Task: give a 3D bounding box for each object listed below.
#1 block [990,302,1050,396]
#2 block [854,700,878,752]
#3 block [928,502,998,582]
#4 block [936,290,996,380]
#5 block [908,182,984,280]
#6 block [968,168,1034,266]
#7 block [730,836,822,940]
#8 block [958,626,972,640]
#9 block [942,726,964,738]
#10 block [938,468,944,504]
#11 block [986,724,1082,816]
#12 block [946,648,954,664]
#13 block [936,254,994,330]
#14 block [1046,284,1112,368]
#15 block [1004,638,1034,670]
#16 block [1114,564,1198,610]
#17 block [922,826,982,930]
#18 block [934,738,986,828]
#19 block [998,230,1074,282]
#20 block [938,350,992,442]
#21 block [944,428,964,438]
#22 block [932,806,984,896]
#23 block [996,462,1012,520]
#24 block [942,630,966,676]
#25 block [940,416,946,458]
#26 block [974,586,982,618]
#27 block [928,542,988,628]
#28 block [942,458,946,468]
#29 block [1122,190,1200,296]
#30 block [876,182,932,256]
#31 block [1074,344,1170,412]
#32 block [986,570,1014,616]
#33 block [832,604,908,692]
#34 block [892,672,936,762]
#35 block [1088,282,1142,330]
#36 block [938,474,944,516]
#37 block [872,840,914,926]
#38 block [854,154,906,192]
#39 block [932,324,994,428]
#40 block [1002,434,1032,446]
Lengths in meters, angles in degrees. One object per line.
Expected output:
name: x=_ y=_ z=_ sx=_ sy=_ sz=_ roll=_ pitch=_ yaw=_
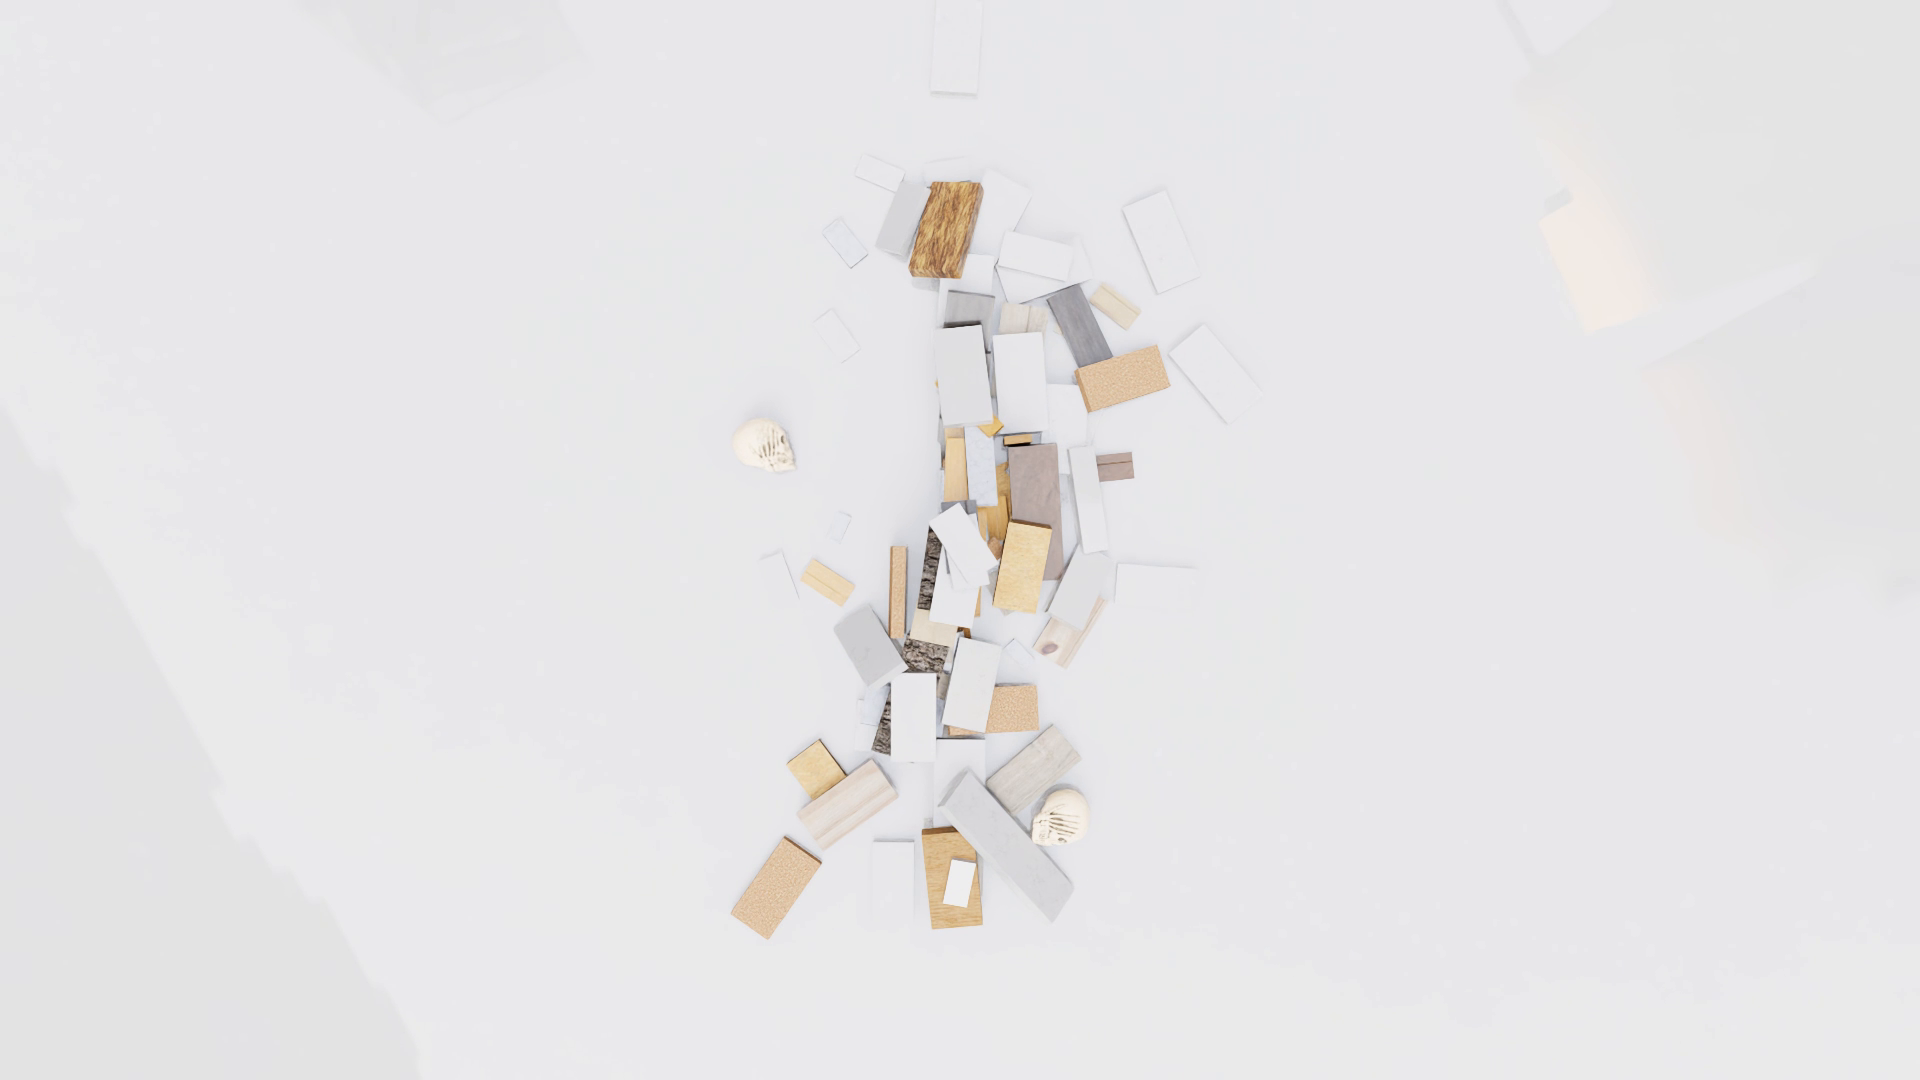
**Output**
block: x=0.196 y=-0.622 z=5.457 sx=0.155 sy=0.044 sz=0.310 roll=8 pitch=98 yaw=0
block: x=-0.304 y=0.618 z=5.488 sx=0.084 sy=0.024 sz=0.167 roll=5 pitch=90 yaw=0
block: x=0.010 y=0.009 z=5.120 sx=0.113 sy=0.032 sz=0.225 roll=-33 pitch=89 yaw=-5
block: x=0.018 y=-0.655 z=5.410 sx=0.155 sy=0.044 sz=0.310 roll=7 pitch=109 yaw=-1
block: x=-0.044 y=-1.014 z=5.389 sx=0.170 sy=0.048 sz=0.340 roll=6 pitch=68 yaw=20
block: x=0.088 y=-1.039 z=5.476 sx=0.170 sy=0.048 sz=0.340 roll=28 pitch=90 yaw=0
block: x=-0.610 y=1.156 z=5.478 sx=0.153 sy=0.043 sz=0.307 roll=35 pitch=90 yaw=0
block: x=-0.022 y=0.262 z=5.447 sx=0.099 sy=0.028 sz=0.198 roll=-7 pitch=112 yaw=3
block: x=-0.062 y=0.622 z=5.483 sx=0.157 sy=0.022 sz=0.079 roll=1 pitch=82 yaw=0
block: x=0.004 y=-0.091 z=5.437 sx=0.147 sy=0.042 sz=0.293 roll=1 pitch=106 yaw=0
block: x=0.244 y=0.765 z=5.479 sx=0.297 sy=0.042 sz=0.148 roll=-40 pitch=90 yaw=0
block: x=-0.069 y=0.303 z=5.408 sx=0.099 sy=0.028 sz=0.198 roll=3 pitch=102 yaw=2
block: x=0.014 y=-0.773 z=5.443 sx=0.170 sy=0.048 sz=0.340 roll=5 pitch=101 yaw=0
block: x=0.397 y=-0.703 z=5.467 sx=0.116 sy=0.033 sz=0.267 roll=-26 pitch=95 yaw=-5
block: x=0.198 y=0.381 z=5.493 sx=0.050 sy=0.014 sz=0.101 roll=-43 pitch=90 yaw=0
block: x=0.650 y=0.154 z=5.481 sx=0.265 sy=0.037 sz=0.132 roll=4 pitch=90 yaw=0
block: x=-0.025 y=1.106 z=5.409 sx=0.169 sy=0.048 sz=0.338 roll=-5 pitch=105 yaw=1
block: x=-0.002 y=0.824 z=5.428 sx=0.169 sy=0.048 sz=0.338 roll=0 pitch=90 yaw=0
block: x=0.250 y=-0.935 z=5.438 sx=0.232 sy=0.033 sz=0.116 roll=13 pitch=90 yaw=-2
block: x=0.013 y=-0.471 z=5.428 sx=0.155 sy=0.044 sz=0.310 roll=4 pitch=109 yaw=0
block: x=0.006 y=-0.347 z=5.386 sx=0.109 sy=0.031 sz=0.219 roll=-3 pitch=96 yaw=2
block: x=-0.007 y=1.007 z=5.476 sx=0.169 sy=0.048 sz=0.338 roll=1 pitch=90 yaw=0
block: x=0.163 y=-0.165 z=5.487 sx=0.090 sy=0.026 sz=0.181 roll=-25 pitch=90 yaw=0
block: x=-0.015 y=0.401 z=5.459 sx=0.099 sy=0.028 sz=0.198 roll=-12 pitch=104 yaw=5
block: x=-0.009 y=-0.302 z=5.448 sx=0.109 sy=0.031 sz=0.219 roll=-2 pitch=109 yaw=2
block: x=-0.002 y=0.106 z=5.444 sx=0.147 sy=0.042 sz=0.293 roll=2 pitch=104 yaw=-1
block: x=-0.007 y=0.131 z=5.210 sx=0.138 sy=0.039 sz=0.276 roll=10 pitch=86 yaw=-3
block: x=-0.002 y=-0.160 z=5.456 sx=0.109 sy=0.031 sz=0.219 roll=0 pitch=106 yaw=0
block: x=0.668 y=-0.987 z=5.478 sx=0.153 sy=0.043 sz=0.307 roll=-23 pitch=90 yaw=0
block: x=-0.189 y=-1.062 z=5.451 sx=0.116 sy=0.033 sz=0.232 roll=22 pitch=90 yaw=39
block: x=0.536 y=-0.533 z=5.442 sx=0.292 sy=0.041 sz=0.146 roll=-18 pitch=90 yaw=-15
block: x=0.141 y=0.174 z=5.490 sx=0.074 sy=0.021 sz=0.148 roll=-31 pitch=90 yaw=0
block: x=-0.294 y=0.353 z=5.390 sx=0.144 sy=0.041 sz=0.288 roll=-35 pitch=49 yaw=0
block: x=-0.150 y=0.573 z=5.359 sx=0.145 sy=0.041 sz=0.290 roll=0 pitch=95 yaw=0
block: x=0.516 y=-0.777 z=5.489 sx=0.161 sy=0.023 sz=0.081 roll=38 pitch=90 yaw=0
block: x=-0.001 y=-0.061 z=5.367 sx=0.147 sy=0.042 sz=0.293 roll=7 pitch=92 yaw=-1
block: x=-0.221 y=1.138 z=5.481 sx=0.136 sy=0.039 sz=0.273 roll=0 pitch=90 yaw=0
block: x=-0.266 y=-1.219 z=5.489 sx=0.152 sy=0.022 sz=0.076 roll=23 pitch=90 yaw=0
block: x=0.007 y=-0.526 z=5.313 sx=0.161 sy=0.046 sz=0.321 roll=-6 pitch=77 yaw=-2
block: x=0.187 y=-0.325 z=5.386 sx=0.089 sy=0.177 sz=0.025 roll=-6 pitch=91 yaw=0
